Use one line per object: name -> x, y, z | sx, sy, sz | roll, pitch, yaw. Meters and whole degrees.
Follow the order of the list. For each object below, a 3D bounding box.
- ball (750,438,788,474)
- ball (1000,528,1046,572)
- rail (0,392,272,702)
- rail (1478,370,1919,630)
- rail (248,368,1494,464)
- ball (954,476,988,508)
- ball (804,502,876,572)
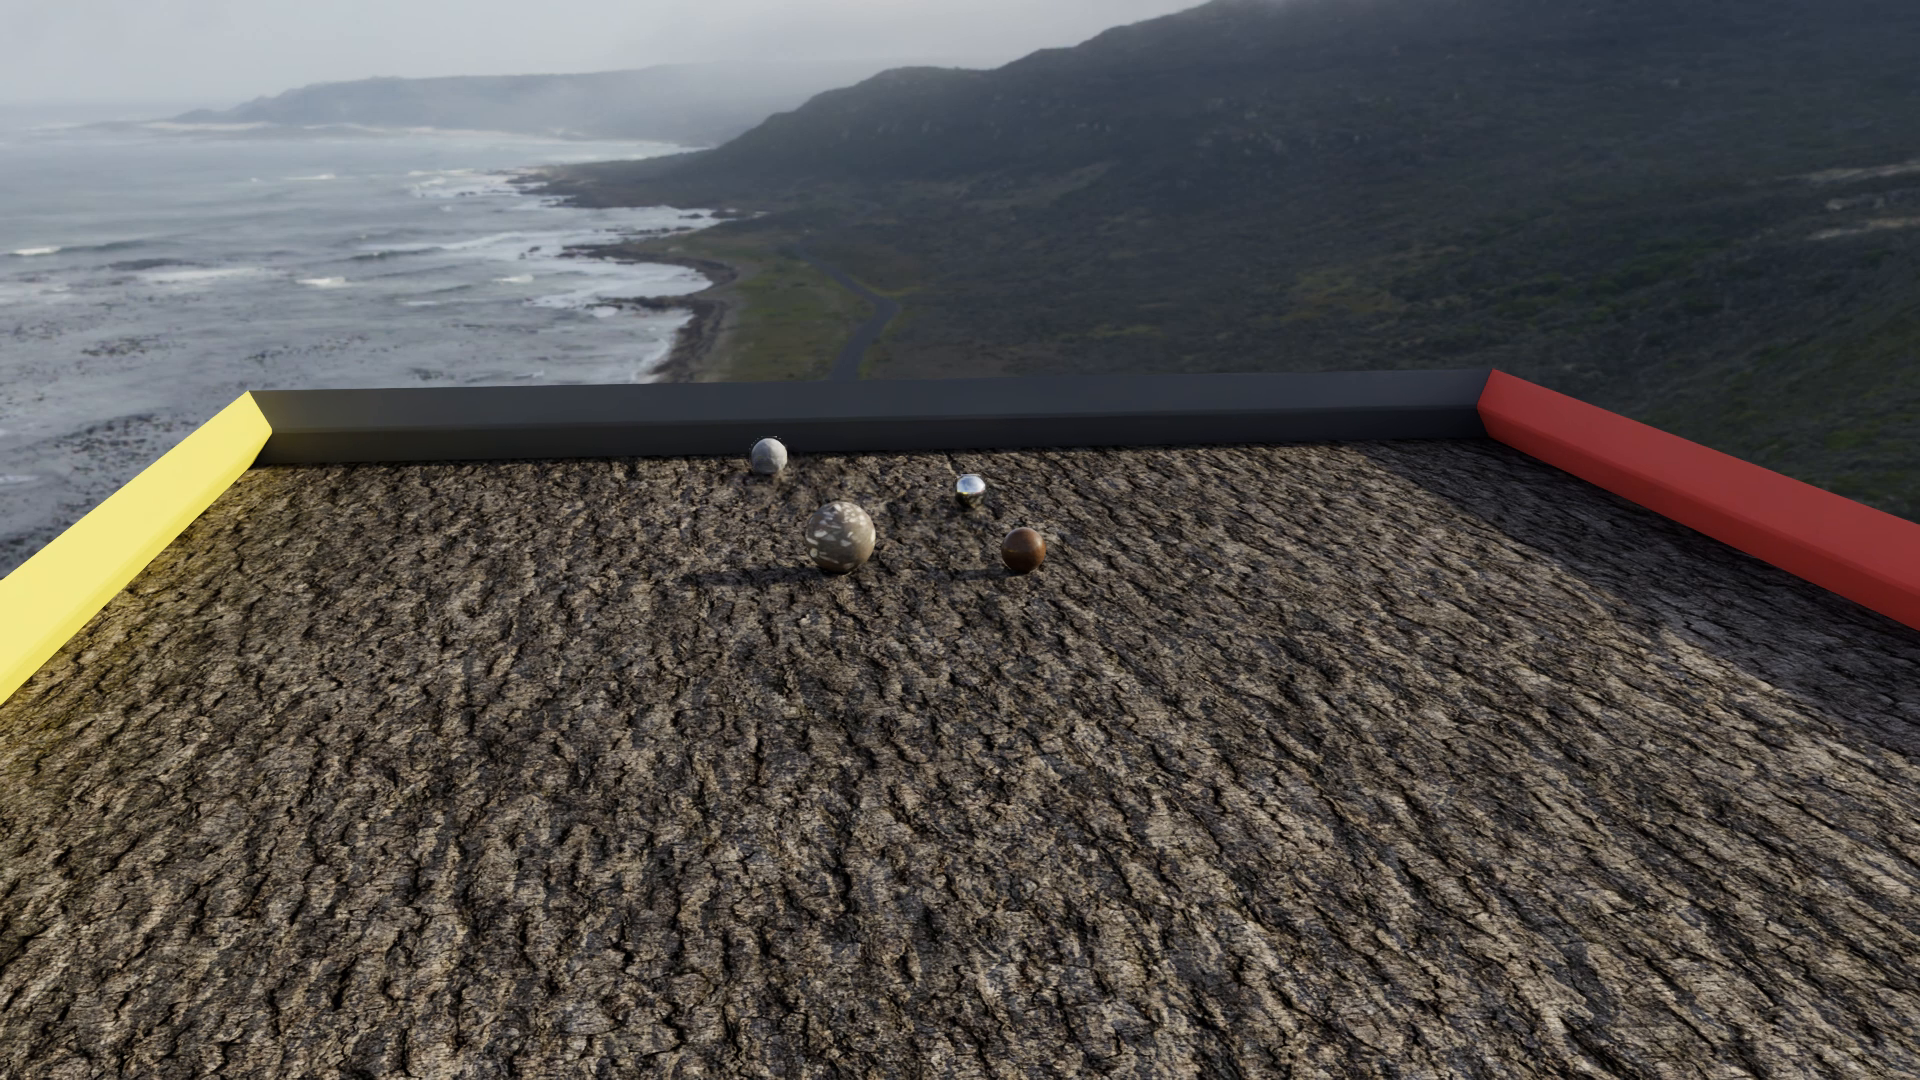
ball -> -0.327, -0.143, 3.766 | 0.063, 0.063, 0.063 | 0, 12, 0
ball -> 0.088, 0.014, 3.041 | 0.063, 0.063, 0.063 | 0, 12, 0
rail -> -0.979, 0.201, 2.008 | 0.045, 0.128, 3.832 | -2, 12, -7
rail -> 1.225, 0.141, 2.287 | 0.045, 0.128, 3.832 | -2, 12, -7
rail -> -0.120, -0.224, 3.982 | 2.270, 0.128, 0.045 | -2, 12, -7
ball -> 0.017, -0.076, 3.478 | 0.053, 0.053, 0.053 | 0, 12, 0
ball -> -0.165, -0.004, 3.038 | 0.099, 0.099, 0.099 | 0, 12, 0
